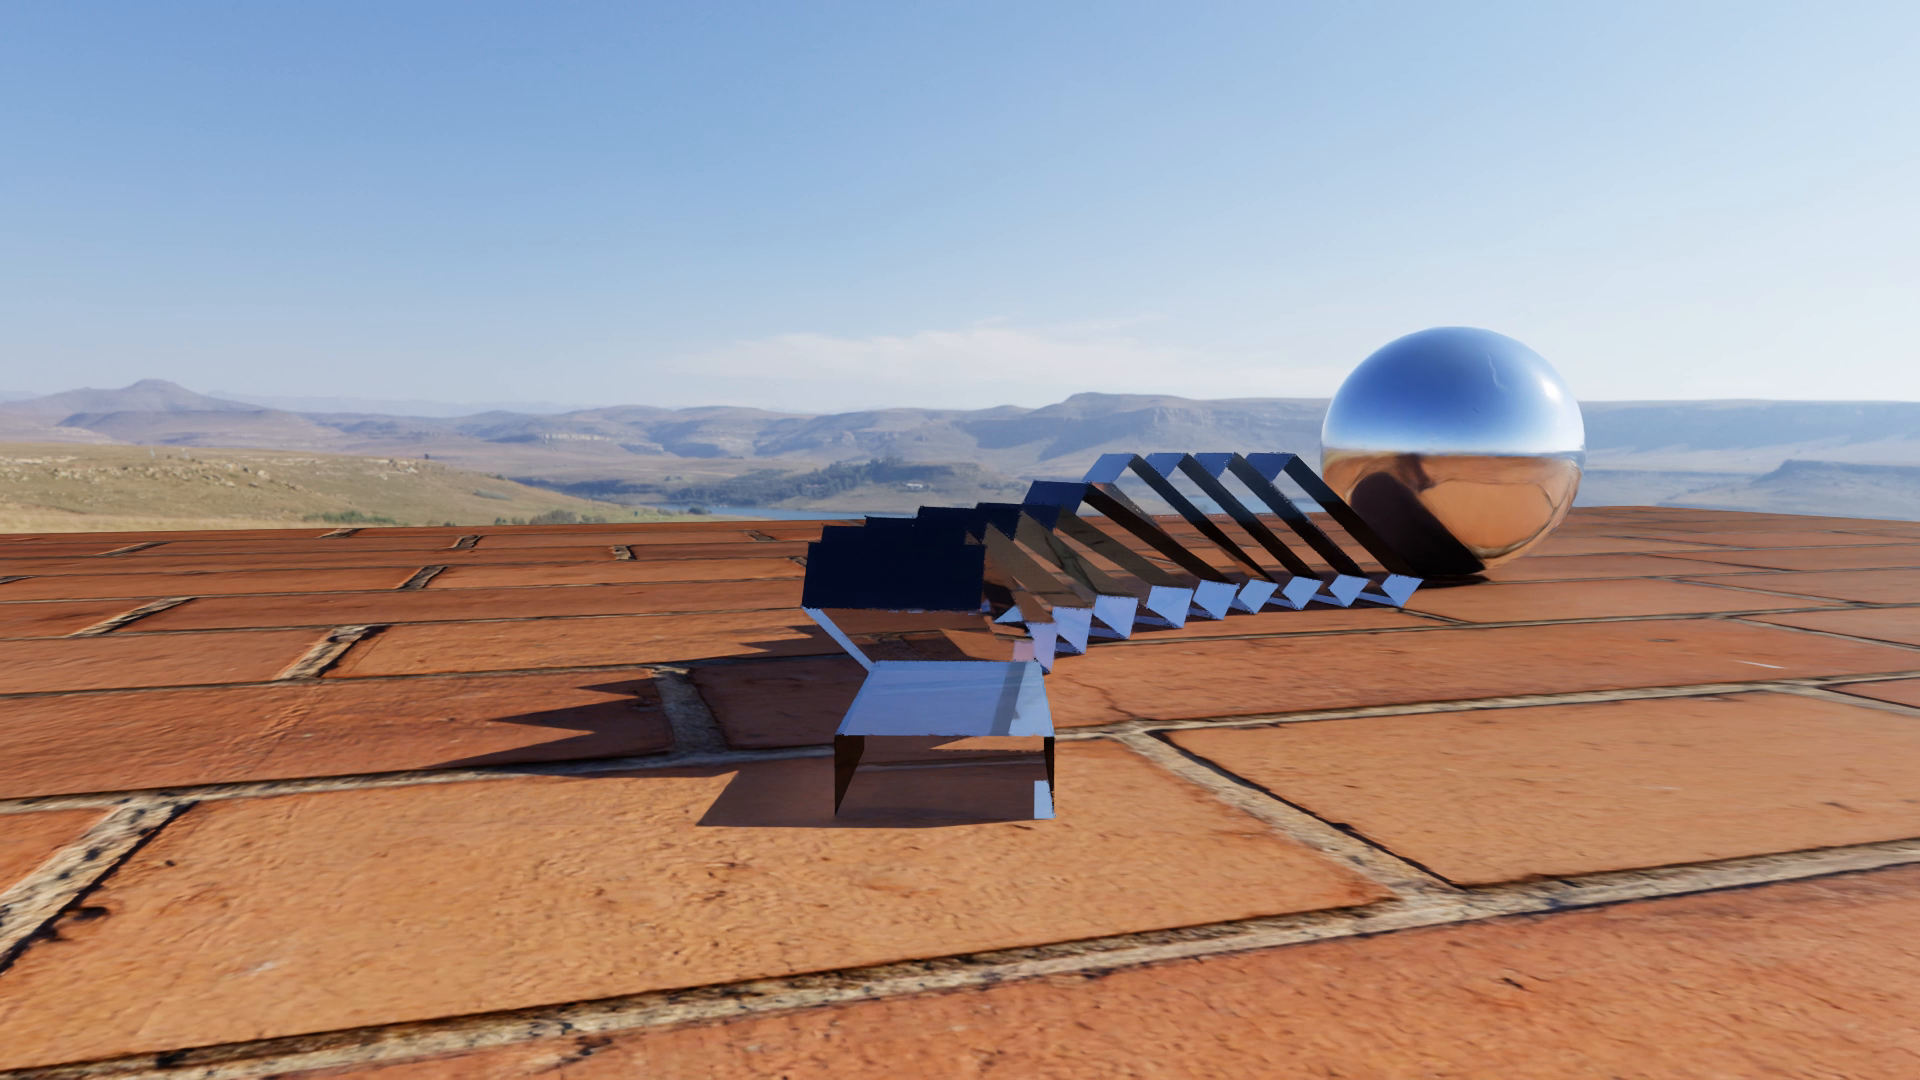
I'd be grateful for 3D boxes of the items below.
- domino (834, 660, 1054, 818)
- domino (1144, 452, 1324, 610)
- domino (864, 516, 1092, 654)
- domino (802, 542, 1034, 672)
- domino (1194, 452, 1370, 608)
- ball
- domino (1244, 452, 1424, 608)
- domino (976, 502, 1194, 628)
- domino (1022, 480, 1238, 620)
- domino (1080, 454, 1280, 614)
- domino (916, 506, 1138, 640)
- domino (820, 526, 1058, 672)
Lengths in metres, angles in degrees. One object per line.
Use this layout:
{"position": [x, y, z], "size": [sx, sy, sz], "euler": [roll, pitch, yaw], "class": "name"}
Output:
{"position": [-0.001, 0.025, 0.171], "size": [0.025, 0.010, 0.050], "euler": [0, 4, 2], "class": "domino"}
{"position": [0.069, -0.003, 0.334], "size": [0.050, 0.010, 0.025], "euler": [41, -6, -12], "class": "domino"}
{"position": [0.004, 0.009, 0.247], "size": [0.025, 0.010, 0.050], "euler": [2, -19, 30], "class": "domino"}
{"position": [-0.004, 0.013, 0.198], "size": [0.025, 0.010, 0.050], "euler": [1, -19, 12], "class": "domino"}
{"position": [0.082, -0.003, 0.339], "size": [0.050, 0.010, 0.025], "euler": [41, -6, -13], "class": "domino"}
{"position": [0.157, -0.028, 0.412], "size": [0.080, 0.080, 0.080], "euler": [0, 4, 0], "class": "ball"}
{"position": [0.097, -0.003, 0.341], "size": [0.050, 0.009, 0.025], "euler": [41, -6, -13], "class": "domino"}
{"position": [0.028, 0.006, 0.290], "size": [0.025, 0.010, 0.050], "euler": [4, -19, 47], "class": "domino"}
{"position": [0.041, 0.002, 0.311], "size": [0.050, 0.010, 0.025], "euler": [32, -11, -26], "class": "domino"}
{"position": [0.055, -0.002, 0.327], "size": [0.050, 0.010, 0.025], "euler": [41, -6, -12], "class": "domino"}
{"position": [0.014, 0.007, 0.269], "size": [0.025, 0.009, 0.050], "euler": [3, -20, 37], "class": "domino"}
{"position": [-0.003, 0.011, 0.223], "size": [0.025, 0.010, 0.050], "euler": [2, -20, 23], "class": "domino"}
